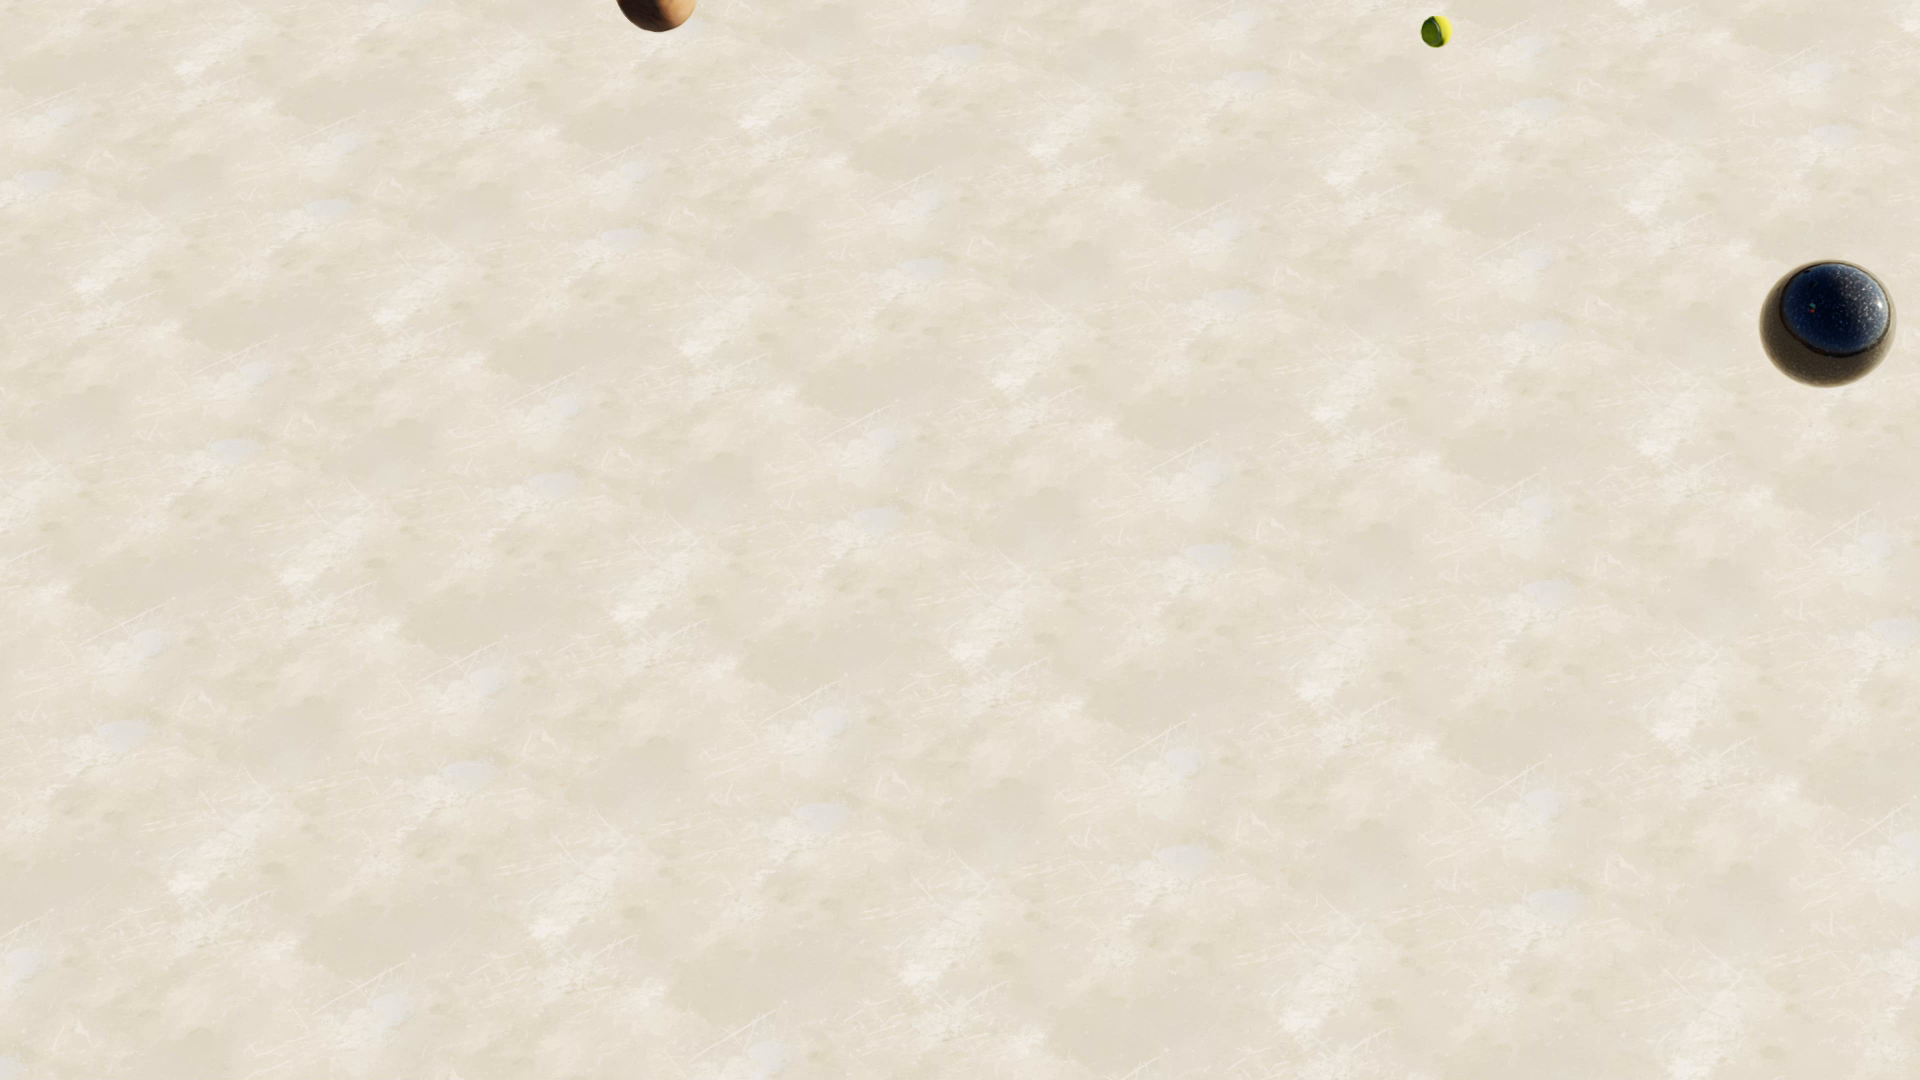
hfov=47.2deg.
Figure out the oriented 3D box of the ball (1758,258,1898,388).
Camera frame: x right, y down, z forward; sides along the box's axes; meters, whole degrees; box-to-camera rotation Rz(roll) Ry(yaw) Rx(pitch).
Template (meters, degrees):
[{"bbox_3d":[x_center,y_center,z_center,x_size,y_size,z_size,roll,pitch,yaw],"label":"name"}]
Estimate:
[{"bbox_3d":[1.565,-0.391,3.969,0.235,0.235,0.235,0,56,0],"label":"ball"}]
